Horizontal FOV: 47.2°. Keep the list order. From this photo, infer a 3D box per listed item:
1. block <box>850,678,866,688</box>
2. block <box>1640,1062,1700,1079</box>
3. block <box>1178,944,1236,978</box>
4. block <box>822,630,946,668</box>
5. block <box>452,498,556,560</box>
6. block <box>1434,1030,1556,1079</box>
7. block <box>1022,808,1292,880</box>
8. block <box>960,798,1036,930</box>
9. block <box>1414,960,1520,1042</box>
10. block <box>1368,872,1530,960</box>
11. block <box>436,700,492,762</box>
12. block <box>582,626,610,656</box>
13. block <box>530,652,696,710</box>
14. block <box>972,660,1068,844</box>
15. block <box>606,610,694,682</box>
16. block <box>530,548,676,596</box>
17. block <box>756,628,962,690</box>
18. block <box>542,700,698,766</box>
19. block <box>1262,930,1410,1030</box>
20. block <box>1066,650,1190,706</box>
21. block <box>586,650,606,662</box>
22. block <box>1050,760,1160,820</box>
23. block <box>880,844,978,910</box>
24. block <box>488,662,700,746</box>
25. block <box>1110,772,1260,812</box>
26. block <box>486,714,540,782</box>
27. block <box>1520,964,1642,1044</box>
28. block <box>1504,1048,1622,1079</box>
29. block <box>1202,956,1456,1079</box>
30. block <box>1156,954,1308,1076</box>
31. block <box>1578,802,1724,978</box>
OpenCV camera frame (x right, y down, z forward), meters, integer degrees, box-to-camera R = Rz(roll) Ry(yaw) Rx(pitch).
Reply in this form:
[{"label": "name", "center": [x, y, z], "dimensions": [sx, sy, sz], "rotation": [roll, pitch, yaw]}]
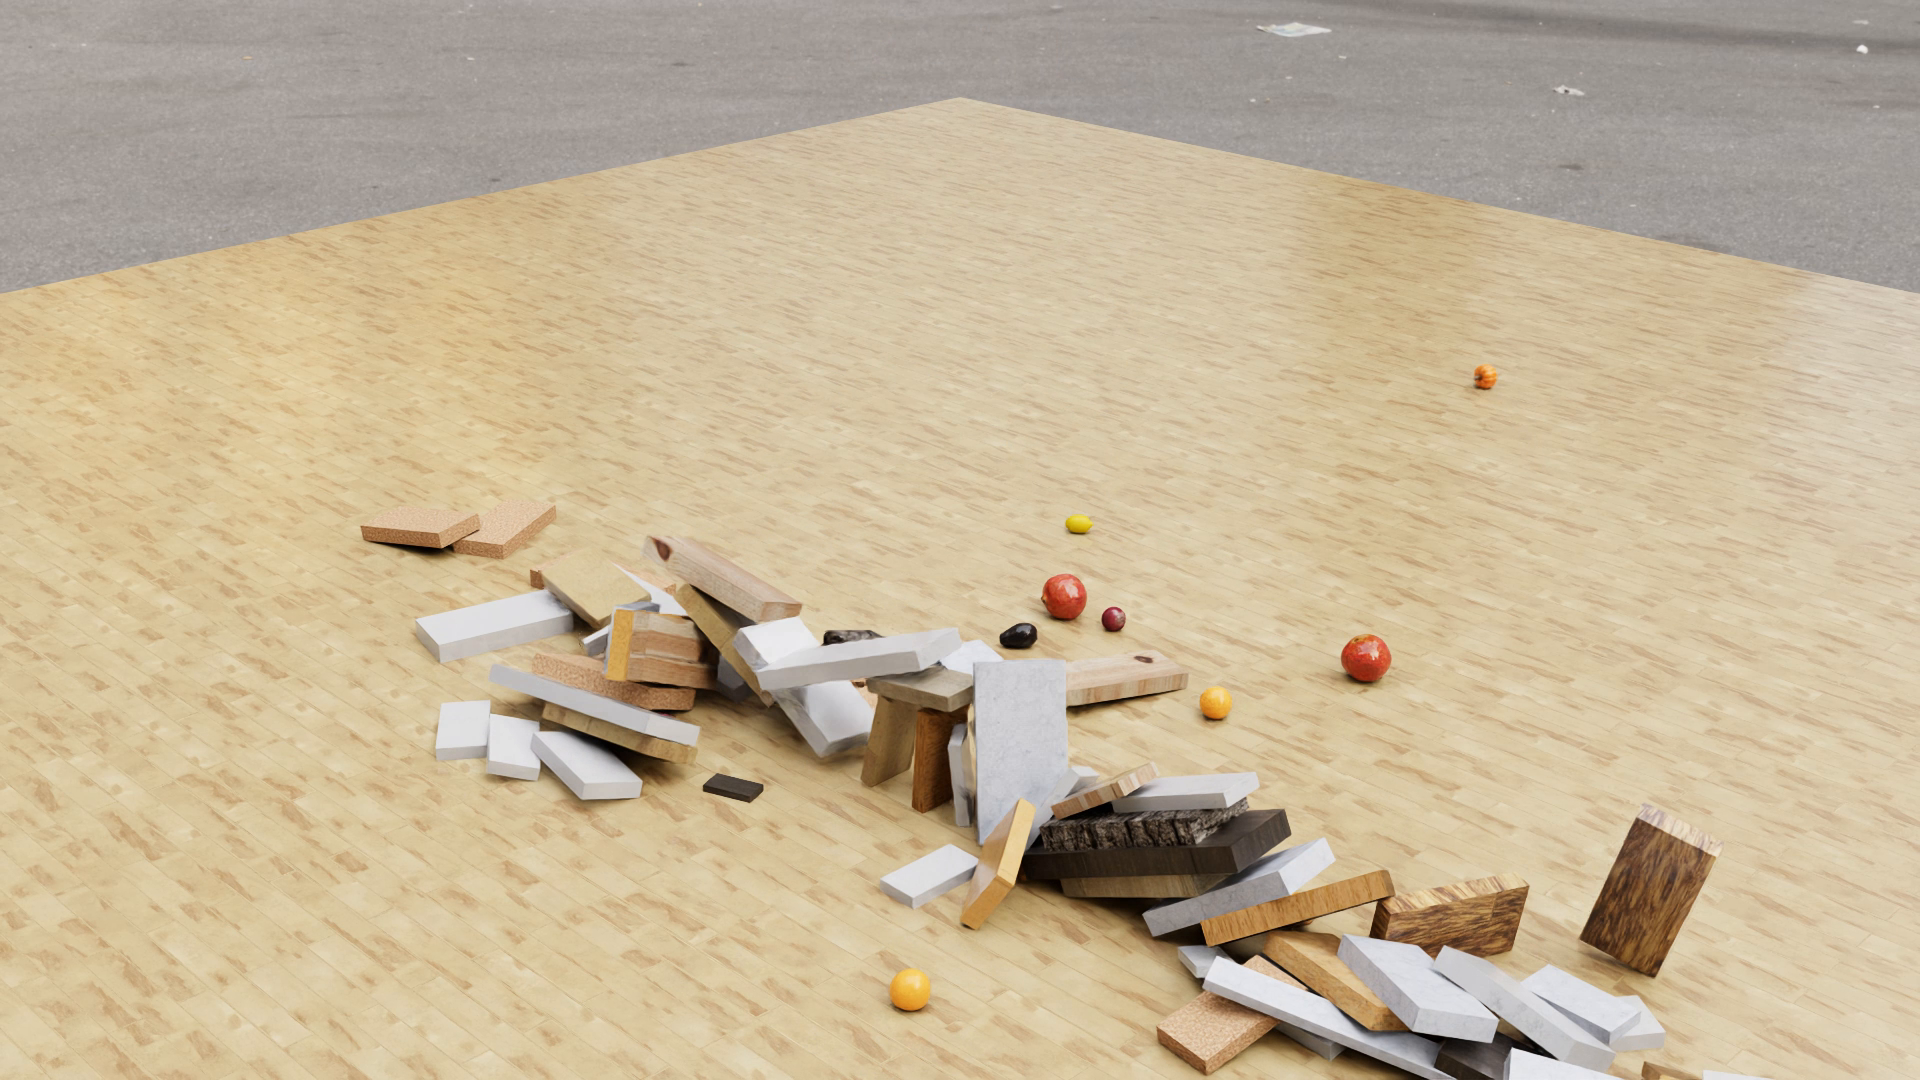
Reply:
[{"label": "block", "center": [-0.280, 0.306, 5.000], "dimensions": [0.207, 0.016, 0.055], "rotation": [6, 30, 21]}, {"label": "block", "center": [1.157, 0.875, 3.546], "dimensions": [0.086, 0.024, 0.173], "rotation": [15, -4, 10]}, {"label": "block", "center": [0.439, 0.748, 3.911], "dimensions": [0.072, 0.020, 0.143], "rotation": [-3, 4, -7]}, {"label": "block", "center": [-0.175, 0.267, 5.028], "dimensions": [0.136, 0.039, 0.273], "rotation": [2, 15, -44]}, {"label": "block", "center": [-1.195, -0.031, 5.781], "dimensions": [0.145, 0.041, 0.290], "rotation": [7, 24, 16]}, {"label": "block", "center": [0.912, 0.875, 3.600], "dimensions": [0.240, 0.034, 0.120], "rotation": [23, 31, 24]}, {"label": "block", "center": [0.356, 0.565, 4.075], "dimensions": [0.501, 0.050, 0.178], "rotation": [-10, 10, 43]}, {"label": "block", "center": [0.073, 0.607, 4.144], "dimensions": [0.037, 0.131, 0.261], "rotation": [34, 28, -6]}, {"label": "block", "center": [0.873, 0.804, 3.827], "dimensions": [0.233, 0.031, 0.109], "rotation": [-12, 26, -27]}, {"label": "block", "center": [0.867, 0.688, 3.924], "dimensions": [0.297, 0.148, 0.042], "rotation": [-7, 31, -23]}, {"label": "block", "center": [-1.072, 0.410, 4.755], "dimensions": [0.106, 0.030, 0.211], "rotation": [-3, 23, -8]}, {"label": "block", "center": [-0.815, 0.224, 5.080], "dimensions": [0.112, 0.056, 0.016], "rotation": [-28, 59, -17]}, {"label": "block", "center": [-0.769, 0.314, 4.878], "dimensions": [0.330, 0.047, 0.165], "rotation": [13, 2, 29]}, {"label": "block", "center": [0.120, 0.416, 4.331], "dimensions": [0.178, 0.355, 0.050], "rotation": [-1, 1, -5]}, {"label": "block", "center": [-0.660, 0.237, 4.825], "dimensions": [0.043, 0.150, 0.301], "rotation": [7, -2, 27]}, {"label": "block", "center": [-0.884, 0.110, 5.441], "dimensions": [0.347, 0.047, 0.165], "rotation": [17, 28, 35]}, {"label": "block", "center": [-0.211, 0.247, 4.541], "dimensions": [0.428, 0.043, 0.150], "rotation": [-10, 11, 36]}, {"label": "block", "center": [-0.719, 0.407, 4.642], "dimensions": [0.342, 0.037, 0.130], "rotation": [13, -6, 38]}, {"label": "block", "center": [0.671, 0.757, 3.784], "dimensions": [0.149, 0.042, 0.297], "rotation": [9, 11, -32]}, {"label": "block", "center": [0.327, 0.310, 4.928], "dimensions": [0.359, 0.039, 0.136], "rotation": [-6, 23, -31]}, {"label": "block", "center": [-0.830, 0.280, 5.081], "dimensions": [0.112, 0.016, 0.056], "rotation": [-15, 27, -32]}, {"label": "block", "center": [0.270, 0.468, 4.105], "dimensions": [0.102, 0.029, 0.203], "rotation": [-24, -3, -41]}, {"label": "block", "center": [-0.054, 0.643, 4.211], "dimensions": [0.185, 0.026, 0.093], "rotation": [-21, 31, -40]}, {"label": "block", "center": [-0.789, 0.349, 4.704], "dimensions": [0.539, 0.041, 0.145], "rotation": [12, -6, 41]}, {"label": "block", "center": [0.409, 0.462, 4.018], "dimensions": [0.268, 0.029, 0.102], "rotation": [-10, 10, 45]}, {"label": "block", "center": [-0.945, 0.438, 4.653], "dimensions": [0.106, 0.030, 0.212], "rotation": [12, 20, -16]}, {"label": "block", "center": [1.061, 0.795, 3.773], "dimensions": [0.093, 0.026, 0.185], "rotation": [-19, 30, -38]}, {"label": "block", "center": [1.000, 0.907, 3.452], "dimensions": [0.291, 0.041, 0.145], "rotation": [15, 41, 7]}, {"label": "block", "center": [0.660, 0.819, 3.675], "dimensions": [0.517, 0.020, 0.072], "rotation": [20, 30, 16]}, {"label": "block", "center": [0.465, 0.808, 3.749], "dimensions": [0.240, 0.034, 0.120], "rotation": [-28, 36, -28]}, {"label": "block", "center": [1.205, 0.616, 3.845], "dimensions": [0.145, 0.337, 0.041], "rotation": [27, 45, 20]}]
